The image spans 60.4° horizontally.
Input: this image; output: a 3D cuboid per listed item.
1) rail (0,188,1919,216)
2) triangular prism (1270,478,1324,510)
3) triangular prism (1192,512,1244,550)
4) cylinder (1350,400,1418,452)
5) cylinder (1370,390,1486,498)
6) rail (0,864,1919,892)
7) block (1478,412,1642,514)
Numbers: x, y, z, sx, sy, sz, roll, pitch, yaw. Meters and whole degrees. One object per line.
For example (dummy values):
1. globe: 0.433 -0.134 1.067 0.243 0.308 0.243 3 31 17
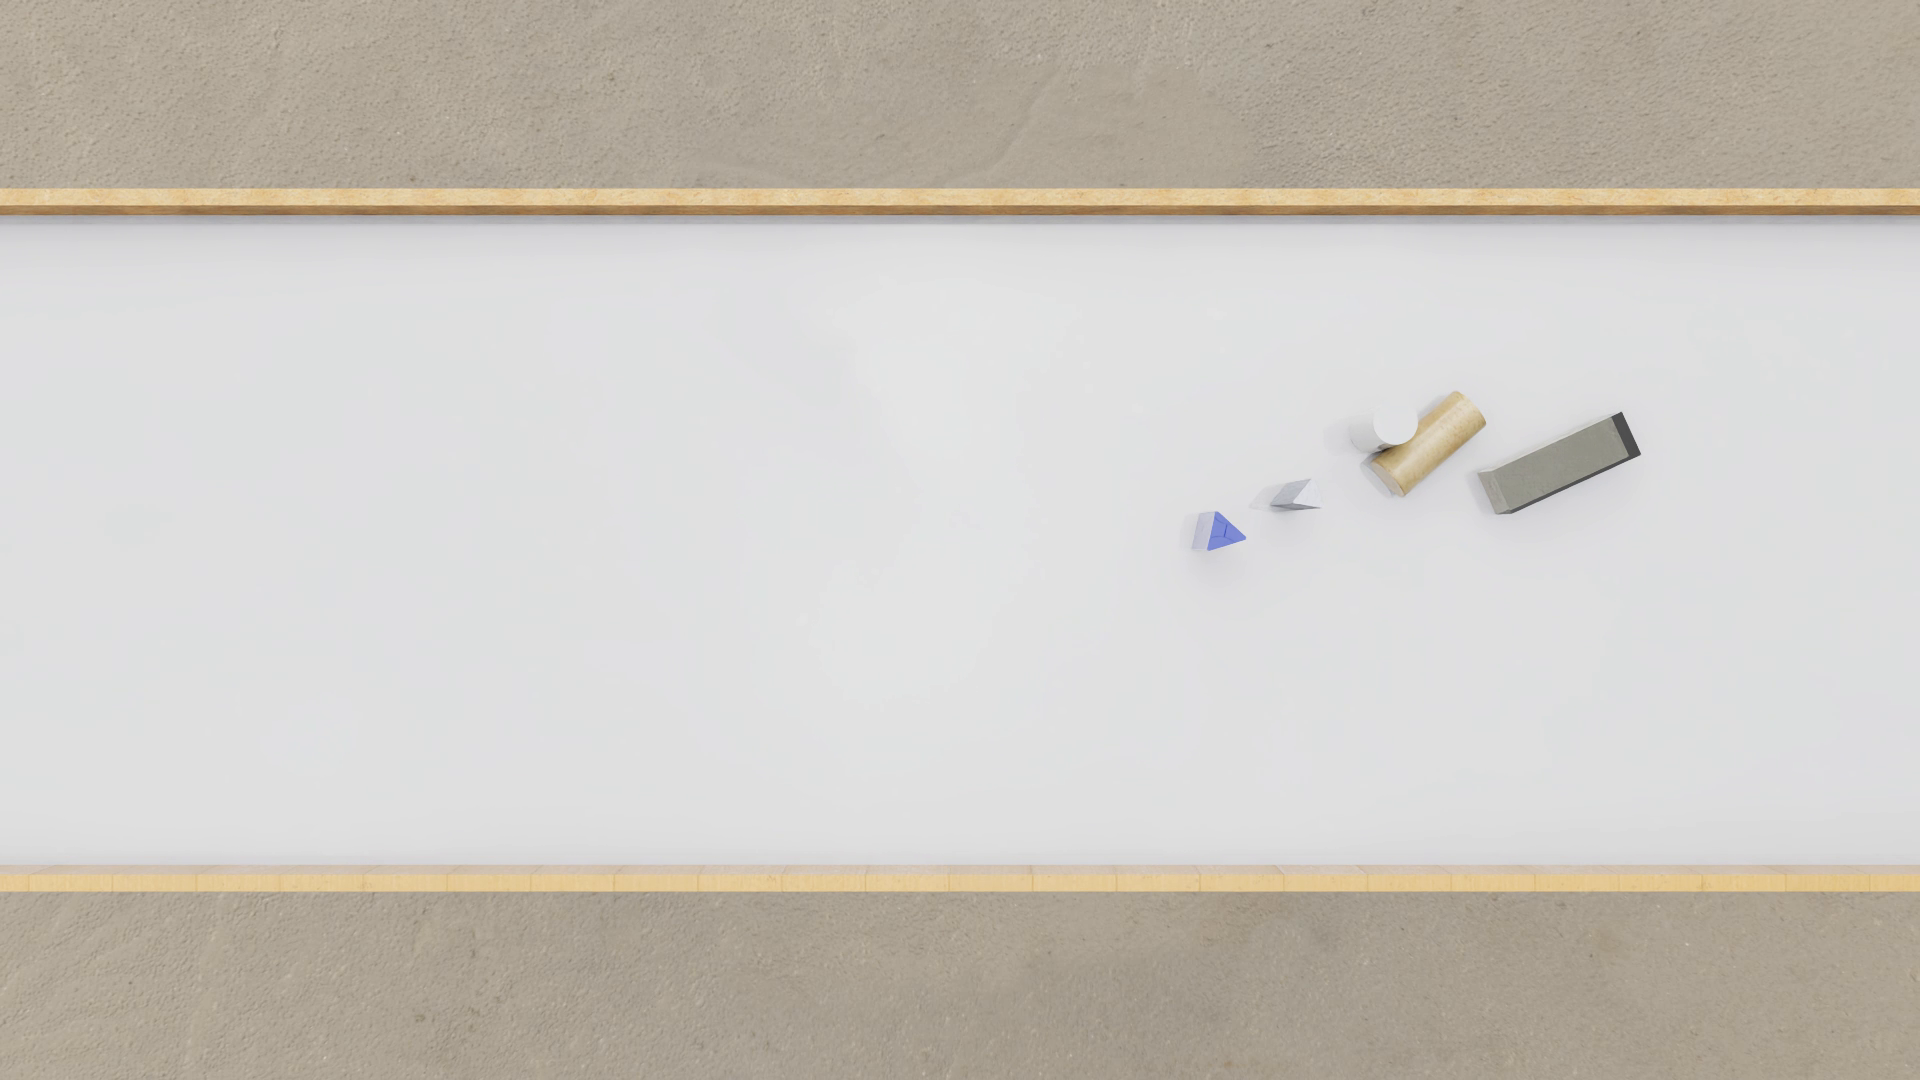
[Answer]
1. rail: -2.247 -1.025 5.002 12.000 0.150 0.050 0 90 0
2. triangular prism: 1.002 -0.138 4.894 0.089 0.364 0.077 10 90 0
3. triangular prism: 0.755 -0.035 4.914 0.116 0.325 0.101 -17 90 0
4. cylinder: 1.258 -0.335 4.910 0.128 0.329 0.128 0 89 2
5. cylinder: 1.421 -0.291 5.004 0.328 0.144 0.144 -41 90 0
6. rail: -2.247 1.025 5.001 12.000 0.150 0.050 0 90 0
7. block: 1.816 -0.231 5.006 0.428 0.142 0.142 -25 90 0
